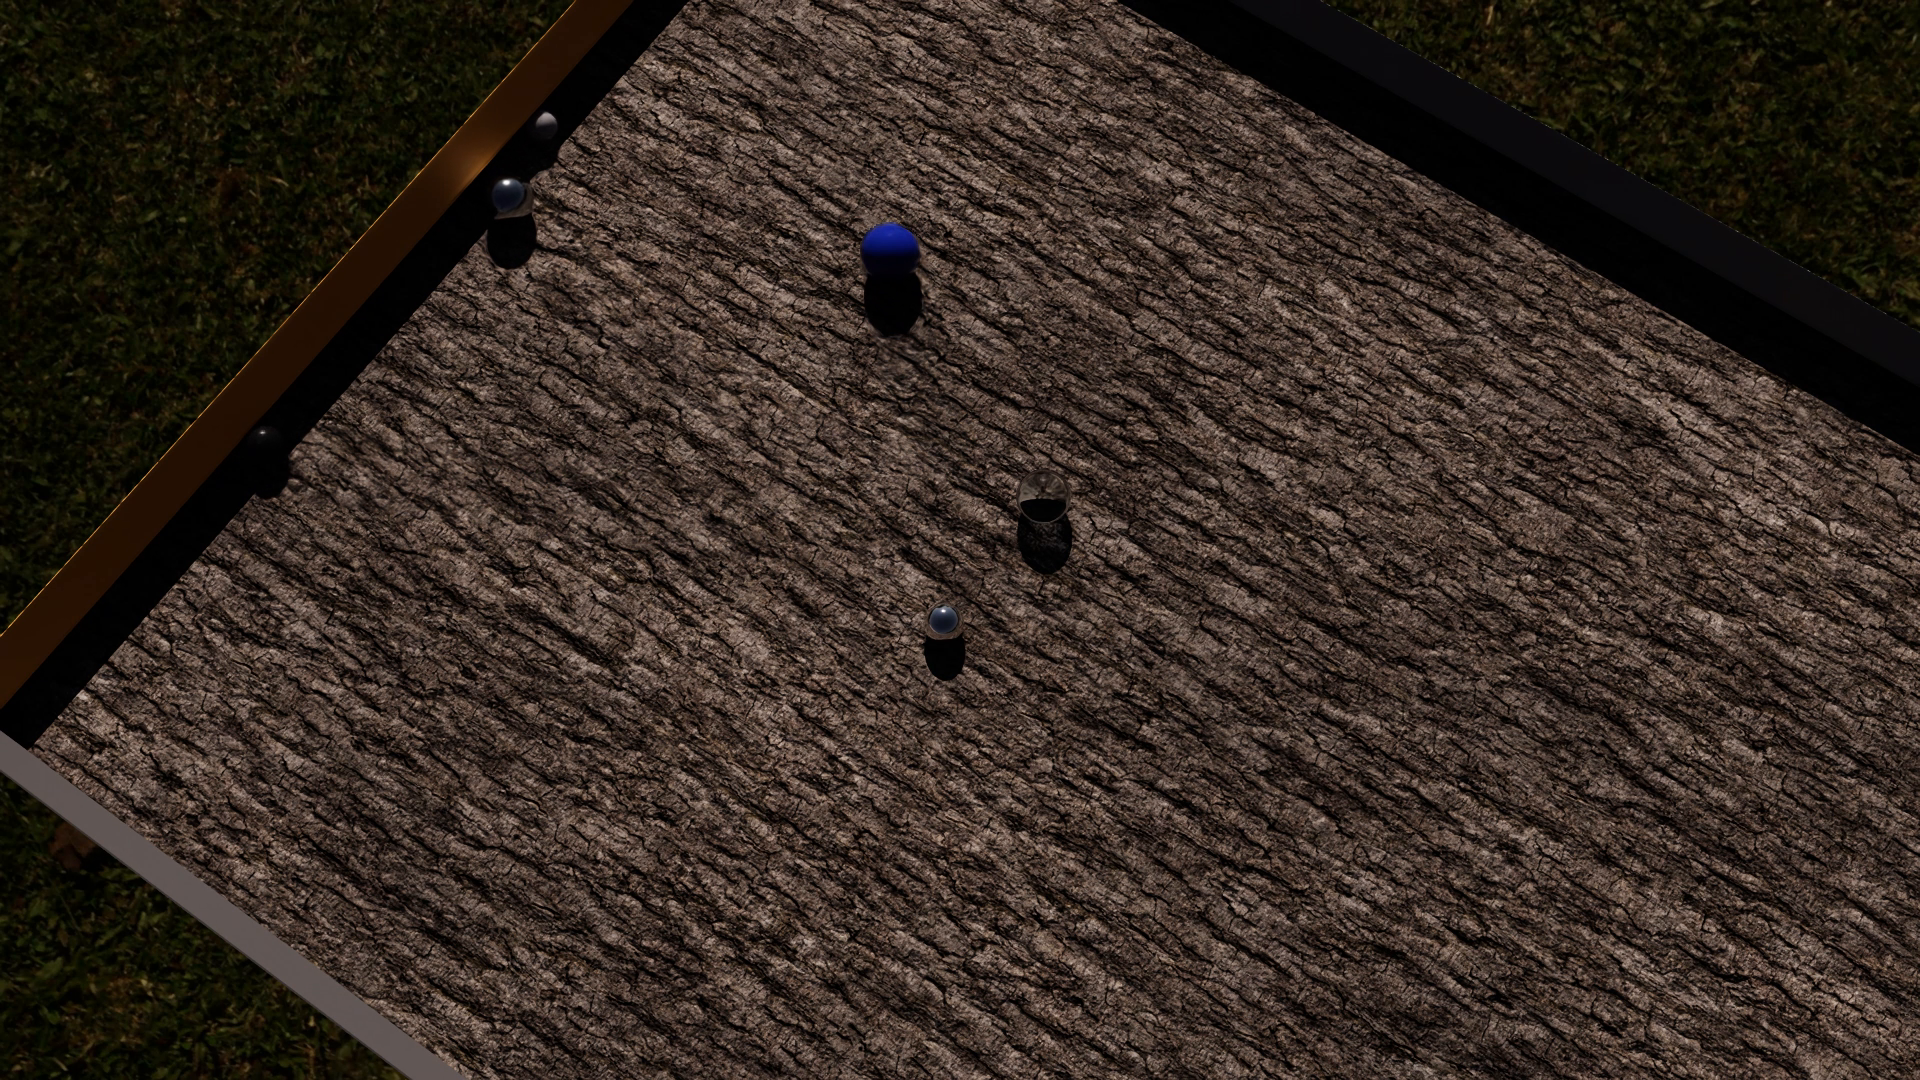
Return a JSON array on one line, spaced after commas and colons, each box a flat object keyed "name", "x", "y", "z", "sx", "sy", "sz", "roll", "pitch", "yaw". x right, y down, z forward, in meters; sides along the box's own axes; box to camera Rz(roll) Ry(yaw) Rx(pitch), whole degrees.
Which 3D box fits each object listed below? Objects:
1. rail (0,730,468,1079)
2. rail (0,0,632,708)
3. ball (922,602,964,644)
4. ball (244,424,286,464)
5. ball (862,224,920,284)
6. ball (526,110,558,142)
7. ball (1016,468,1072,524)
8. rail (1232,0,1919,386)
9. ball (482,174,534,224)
[{"name": "rail", "x": 0.259, "y": 1.414, "z": 2.885, "sx": 4.344, "sy": 0.127, "sz": 0.045, "roll": 33, "pitch": 72, "yaw": 12}, {"name": "rail", "x": -0.874, "y": -0.570, "z": 3.684, "sx": 0.045, "sy": 0.127, "sz": 2.279, "roll": 33, "pitch": 72, "yaw": 12}, {"name": "ball", "x": -0.026, "y": 0.129, "z": 3.437, "sx": 0.065, "sy": 0.065, "sz": 0.065, "roll": 0, "pitch": 68, "yaw": 0}, {"name": "ball", "x": -1.124, "y": -0.155, "z": 3.552, "sx": 0.065, "sy": 0.065, "sz": 0.065, "roll": 0, "pitch": 68, "yaw": 0}, {"name": "ball", "x": -0.116, "y": -0.477, "z": 3.664, "sx": 0.098, "sy": 0.098, "sz": 0.098, "roll": 0, "pitch": 68, "yaw": 0}, {"name": "ball", "x": -0.720, "y": -0.712, "z": 3.782, "sx": 0.054, "sy": 0.054, "sz": 0.054, "roll": 0, "pitch": 68, "yaw": 0}, {"name": "ball", "x": 0.133, "y": -0.070, "z": 3.505, "sx": 0.088, "sy": 0.088, "sz": 0.088, "roll": 0, "pitch": 68, "yaw": 0}, {"name": "rail", "x": 1.528, "y": -0.289, "z": 3.571, "sx": 4.344, "sy": 0.127, "sz": 0.045, "roll": 33, "pitch": 72, "yaw": 12}, {"name": "ball", "x": -0.763, "y": -0.576, "z": 3.710, "sx": 0.085, "sy": 0.085, "sz": 0.085, "roll": 0, "pitch": 68, "yaw": 0}]
